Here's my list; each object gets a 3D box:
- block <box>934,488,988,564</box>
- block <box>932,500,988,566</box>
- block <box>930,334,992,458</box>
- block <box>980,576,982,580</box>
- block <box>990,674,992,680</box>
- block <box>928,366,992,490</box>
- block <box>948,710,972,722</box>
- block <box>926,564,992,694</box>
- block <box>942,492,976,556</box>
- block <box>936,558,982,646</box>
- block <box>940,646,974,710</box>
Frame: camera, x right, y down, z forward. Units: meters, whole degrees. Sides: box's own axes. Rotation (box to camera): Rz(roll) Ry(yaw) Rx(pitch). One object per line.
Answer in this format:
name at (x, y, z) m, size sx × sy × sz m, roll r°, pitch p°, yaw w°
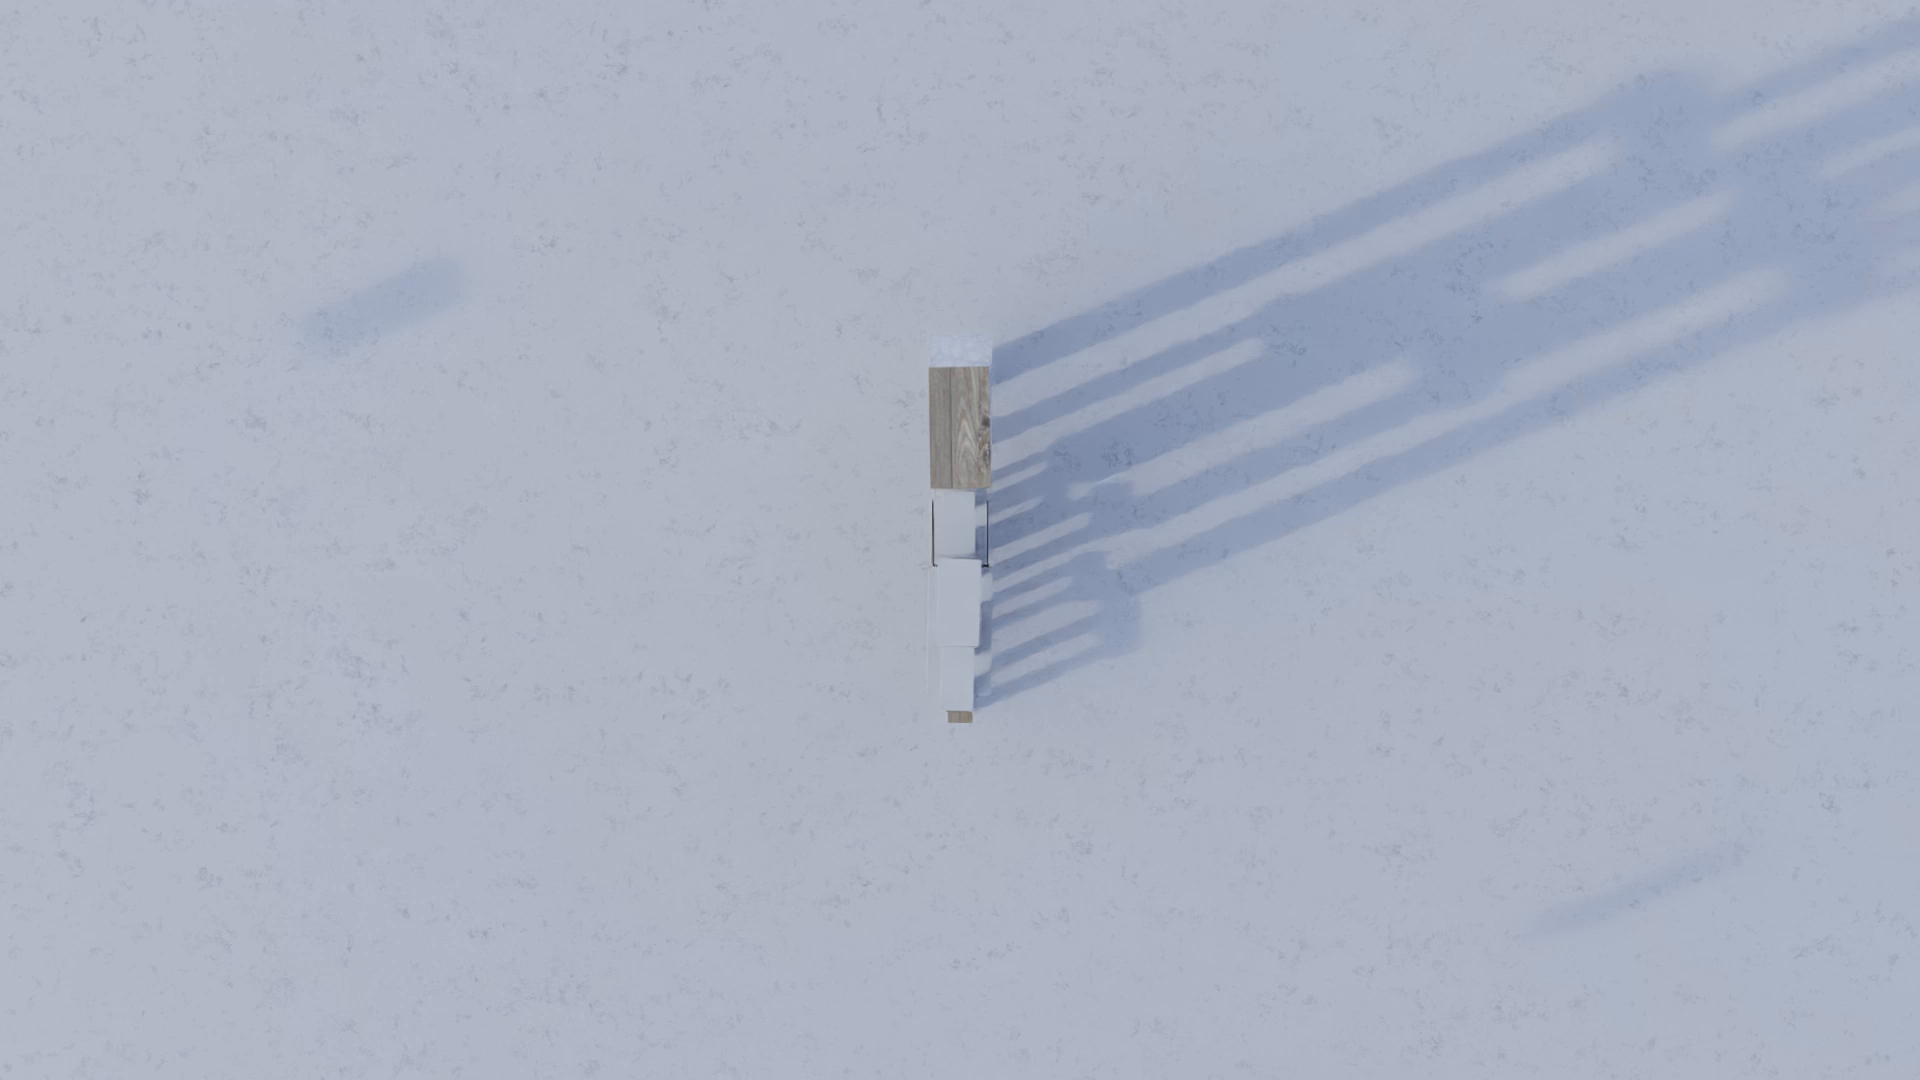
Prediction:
block at (0.001, -0.080, 4.621) m, size 0.148 × 0.042 × 0.296 m, roll 0°, pitch 90°, yaw 0°
block at (0.001, 0.051, 4.961) m, size 0.169 × 0.048 × 0.338 m, roll 0°, pitch 90°, yaw 0°
block at (0.004, -0.412, 4.743) m, size 0.177 × 0.050 × 0.355 m, roll 0°, pitch 90°, yaw 1°
block at (-0.001, 0.085, 4.418) m, size 0.113 × 0.225 × 0.032 m, roll 1°, pitch 90°, yaw 0°
block at (-0.001, 0.372, 4.982) m, size 0.176 × 0.768 × 0.050 m, roll 1°, pitch 89°, yaw 0°
block at (0.000, -0.289, 4.265) m, size 0.156 × 0.044 × 0.312 m, roll -1°, pitch 90°, yaw 0°
block at (0.001, 0.509, 5.327) m, size 0.081 × 0.023 × 0.161 m, roll 0°, pitch 90°, yaw 0°
block at (-0.001, 0.248, 4.564) m, size 0.176 × 0.050 × 0.353 m, roll 1°, pitch 93°, yaw 0°
block at (-0.003, -0.044, 4.416) m, size 0.086 × 0.024 × 0.172 m, roll 0°, pitch 90°, yaw 0°
block at (-0.004, 0.161, 4.292) m, size 0.112 × 0.032 × 0.225 m, roll 2°, pitch 93°, yaw 0°
block at (-0.007, 0.363, 4.358) m, size 0.086 × 0.024 × 0.173 m, roll 1°, pitch 93°, yaw 1°
